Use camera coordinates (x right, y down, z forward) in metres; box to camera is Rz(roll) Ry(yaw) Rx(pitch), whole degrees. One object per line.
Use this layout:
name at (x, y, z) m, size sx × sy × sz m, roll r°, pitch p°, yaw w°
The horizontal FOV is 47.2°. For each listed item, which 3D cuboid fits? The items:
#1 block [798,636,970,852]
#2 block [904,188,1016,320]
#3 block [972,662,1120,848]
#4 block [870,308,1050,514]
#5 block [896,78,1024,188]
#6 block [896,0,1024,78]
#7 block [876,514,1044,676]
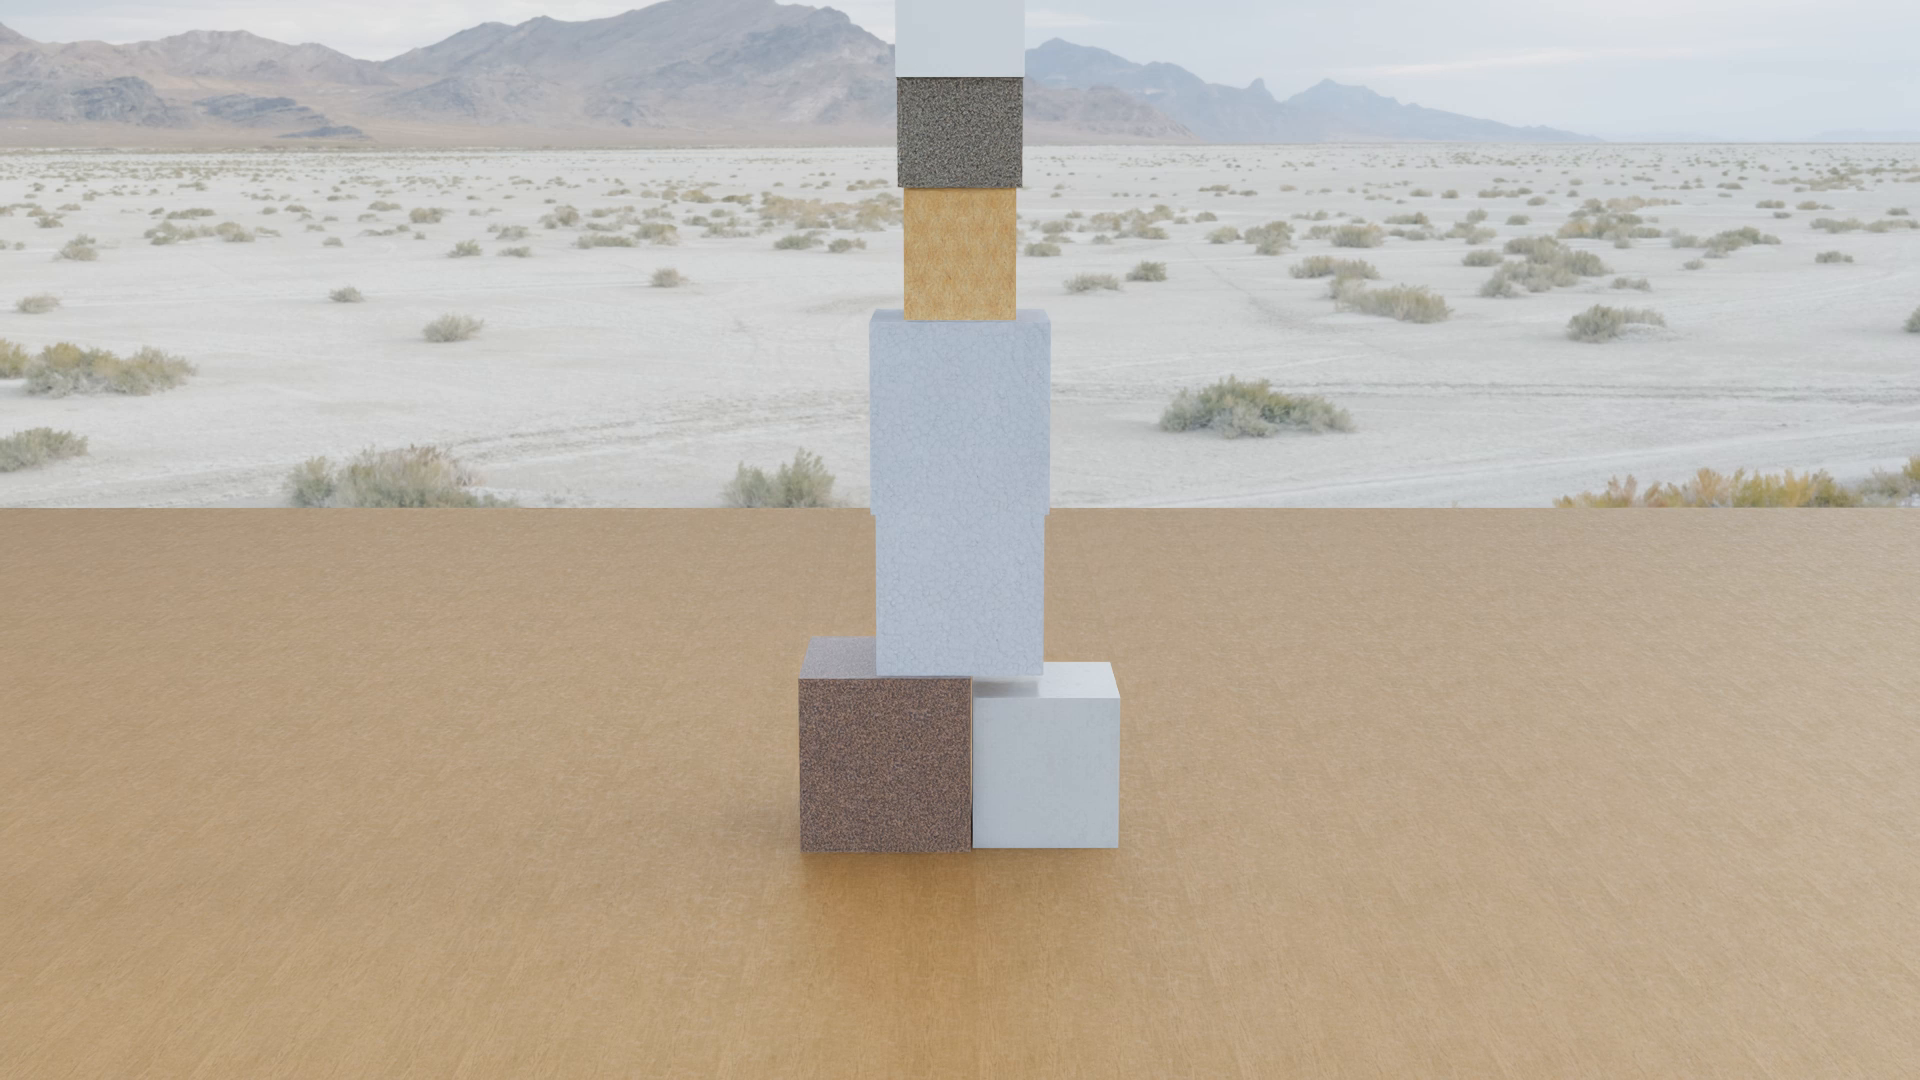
block at (-0.371, 1.038, 11.358) m, size 0.850 × 0.894 × 0.934 m, roll 0°, pitch 10°, yaw 0°
block at (0.000, -1.431, 10.905) m, size 0.544 × 0.639 × 0.548 m, roll 0°, pitch 10°, yaw 0°
block at (0.430, 1.097, 11.360) m, size 0.732 × 0.776 × 0.769 m, roll 0°, pitch 10°, yaw 0°
block at (0.000, -0.661, 11.079) m, size 0.874 × 0.938 × 0.869 m, roll 0°, pitch 10°, yaw 0°
block at (0.000, -2.001, 10.807) m, size 0.600 × 0.519 × 0.608 m, roll 0°, pitch 10°, yaw 0°
block at (0.000, -2.524, 10.715) m, size 0.614 × 0.543 × 0.652 m, roll 0°, pitch 10°, yaw 0°
block at (0.000, 0.200, 11.214) m, size 0.825 × 0.806 × 0.827 m, roll 0°, pitch 10°, yaw 0°
